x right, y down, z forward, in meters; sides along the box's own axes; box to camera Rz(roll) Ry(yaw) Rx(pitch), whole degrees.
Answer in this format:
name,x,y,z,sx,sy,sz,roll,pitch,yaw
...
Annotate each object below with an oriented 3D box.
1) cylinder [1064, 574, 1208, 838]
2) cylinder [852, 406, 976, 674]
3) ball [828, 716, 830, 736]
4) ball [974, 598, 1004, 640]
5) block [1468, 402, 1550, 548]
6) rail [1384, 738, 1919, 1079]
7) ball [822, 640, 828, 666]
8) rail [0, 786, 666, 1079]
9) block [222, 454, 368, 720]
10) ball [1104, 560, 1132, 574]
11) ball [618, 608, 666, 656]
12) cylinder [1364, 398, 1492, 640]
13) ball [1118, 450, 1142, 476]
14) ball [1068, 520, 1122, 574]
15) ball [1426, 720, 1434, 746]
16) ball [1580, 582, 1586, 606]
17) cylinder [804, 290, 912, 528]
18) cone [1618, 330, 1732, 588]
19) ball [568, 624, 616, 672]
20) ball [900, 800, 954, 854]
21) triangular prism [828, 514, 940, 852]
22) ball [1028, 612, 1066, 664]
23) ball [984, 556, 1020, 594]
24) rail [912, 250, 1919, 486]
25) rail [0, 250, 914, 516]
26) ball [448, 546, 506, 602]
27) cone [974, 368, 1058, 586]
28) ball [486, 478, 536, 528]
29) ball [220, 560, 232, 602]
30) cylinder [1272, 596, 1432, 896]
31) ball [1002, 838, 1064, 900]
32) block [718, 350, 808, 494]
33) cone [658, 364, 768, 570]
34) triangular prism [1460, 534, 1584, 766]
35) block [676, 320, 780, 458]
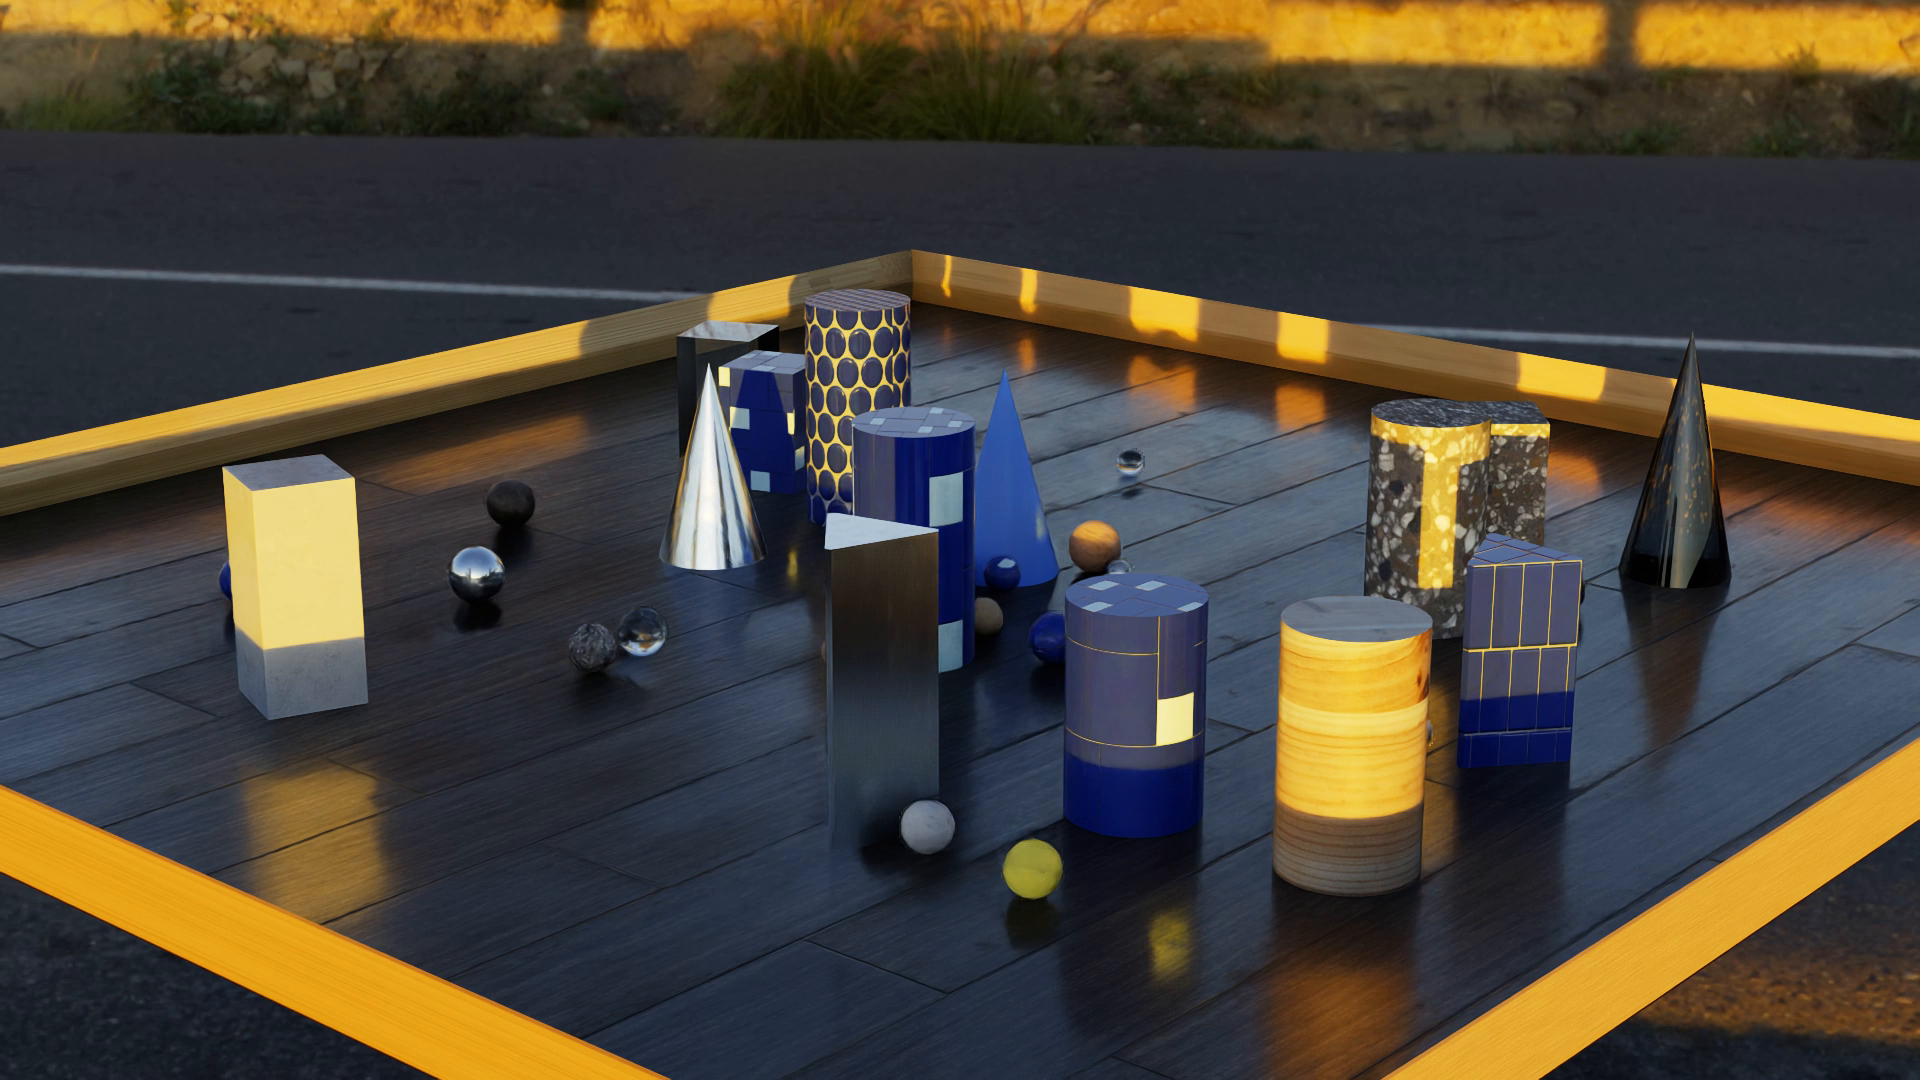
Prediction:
name,x,y,z,sx,sy,sz,roll,pitch,yaw
cylinder,0.246,0.231,4.129,0.200,0.323,0.200,0,17,0
cylinder,-0.075,0.000,4.770,0.200,0.396,0.200,0,17,0
ball,-0.150,0.278,4.368,0.095,0.095,0.095,0,17,0
ball,0.037,0.131,4.895,0.072,0.072,0.072,0,17,0
block,0.931,-0.070,5.140,0.160,0.316,0.160,0,17,1
rail,1.271,0.351,4.063,0.045,0.130,3.557,14,22,39
ball,-0.197,0.182,4.756,0.056,0.056,0.056,0,17,0
rail,-1.150,0.415,3.851,3.414,0.130,0.045,14,22,39
block,-1.038,0.071,4.582,0.160,0.367,0.160,-9,19,-28
ball,0.280,0.059,5.173,0.050,0.050,0.050,0,17,0
ball,-0.522,0.151,4.815,0.081,0.081,0.081,0,17,0
cylinder,0.787,-0.038,4.949,0.200,0.365,0.200,0,17,0
ball,0.341,-0.155,5.882,0.052,0.052,0.052,0,17,0
ball,0.242,0.012,5.252,0.095,0.095,0.095,0,17,0
ball,0.683,0.288,4.405,0.055,0.055,0.055,0,17,0
ball,1.031,0.090,5.022,0.079,0.079,0.079,0,17,0
cylinder,-0.192,-0.248,5.553,0.200,0.420,0.200,0,17,0
cone,1.285,-0.156,5.204,0.200,0.445,0.200,0,17,0
ball,-0.595,0.174,4.742,0.078,0.078,0.078,0,17,0
ball,-0.044,0.393,4.022,0.075,0.075,0.075,0,17,0
triangular prism,-0.141,0.190,4.072,0.173,0.435,0.150,-10,19,-30
ball,0.154,0.160,4.778,0.085,0.085,0.085,0,17,0
ball,0.074,0.060,5.143,0.065,0.065,0.065,0,17,0
rail,1.150,-0.349,6.388,3.414,0.130,0.045,14,22,39
rail,-1.271,-0.286,6.176,0.045,0.130,3.557,14,22,39
ball,-0.839,0.059,5.090,0.099,0.099,0.099,0,17,0
cone,0.079,-0.125,5.219,0.200,0.375,0.200,0,17,0
ball,-0.847,-0.070,5.528,0.092,0.092,0.092,0,17,0
ball,-1.235,0.069,5.070,0.090,0.090,0.090,0,17,0
cylinder,0.525,0.274,3.930,0.200,0.355,0.200,0,17,0
ball,0.096,0.435,3.875,0.079,0.079,0.079,0,17,0
block,-0.368,-0.235,5.818,0.160,0.242,0.160,7,18,21
cone,-0.452,-0.147,5.322,0.200,0.359,0.200,0,17,0
triangular prism,0.812,0.161,4.380,0.173,0.313,0.150,-3,17,-9
block,-0.474,-0.305,6.026,0.160,0.256,0.160,6,18,18
